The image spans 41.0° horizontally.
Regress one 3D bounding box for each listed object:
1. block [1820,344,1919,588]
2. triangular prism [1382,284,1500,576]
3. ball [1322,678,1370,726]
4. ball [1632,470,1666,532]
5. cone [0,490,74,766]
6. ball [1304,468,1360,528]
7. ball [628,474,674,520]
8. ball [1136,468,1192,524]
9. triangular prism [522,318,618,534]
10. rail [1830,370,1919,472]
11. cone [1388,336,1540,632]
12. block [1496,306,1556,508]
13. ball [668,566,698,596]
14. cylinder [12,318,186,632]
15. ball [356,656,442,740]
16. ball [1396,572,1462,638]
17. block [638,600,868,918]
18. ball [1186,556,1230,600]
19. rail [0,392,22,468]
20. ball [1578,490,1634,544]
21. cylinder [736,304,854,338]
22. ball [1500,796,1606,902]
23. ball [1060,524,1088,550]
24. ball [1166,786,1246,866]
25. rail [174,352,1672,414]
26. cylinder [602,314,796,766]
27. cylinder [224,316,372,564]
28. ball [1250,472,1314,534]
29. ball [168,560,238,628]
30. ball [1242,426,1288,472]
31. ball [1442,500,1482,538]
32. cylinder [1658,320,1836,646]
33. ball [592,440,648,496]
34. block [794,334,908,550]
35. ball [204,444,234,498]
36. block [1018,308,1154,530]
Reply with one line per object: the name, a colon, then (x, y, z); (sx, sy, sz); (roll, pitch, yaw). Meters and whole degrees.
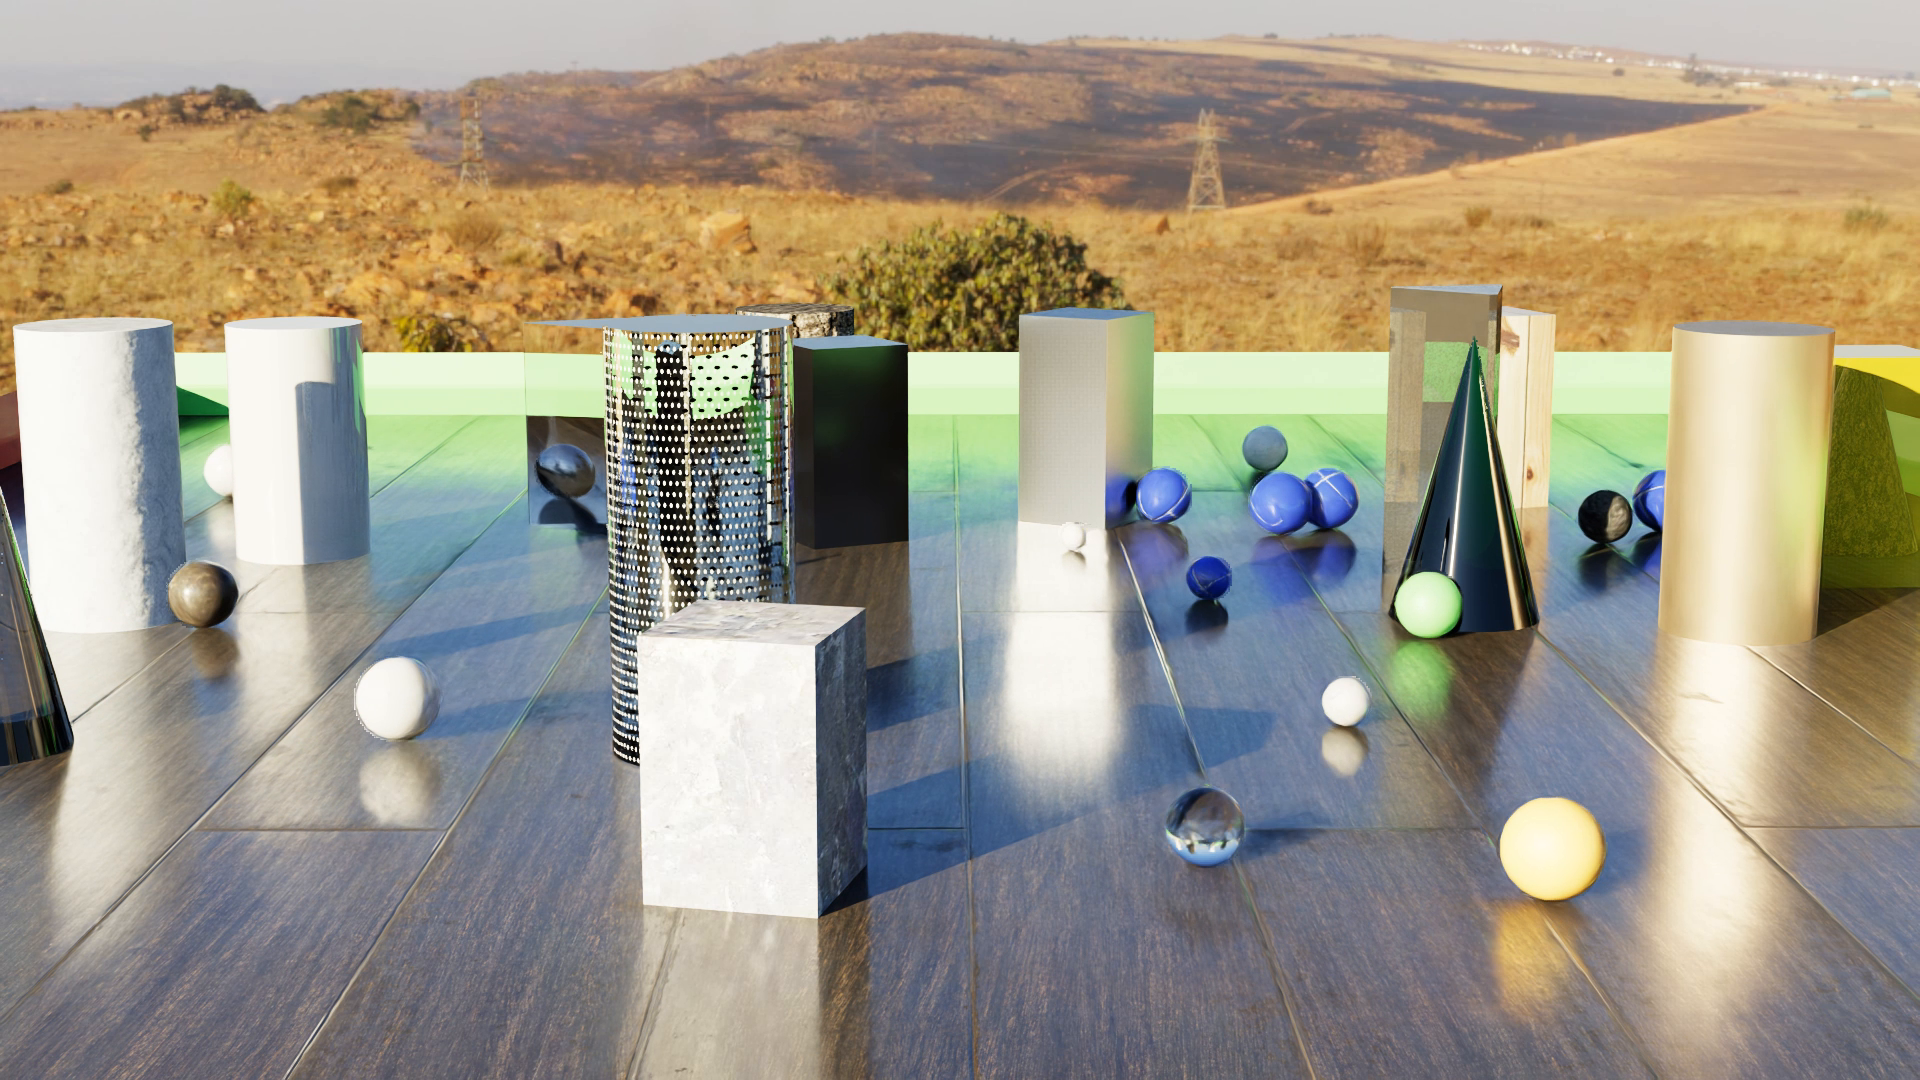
block: (1.291, -0.108, 3.676); (0.160, 0.327, 0.160); (-1, 10, -4)
triangular prism: (0.728, -0.156, 3.693); (0.173, 0.415, 0.150); (10, 15, 44)
ball: (0.432, 0.181, 2.866); (0.054, 0.054, 0.054); (0, 10, 0)
ball: (1.115, -0.062, 4.059); (0.098, 0.098, 0.098); (0, 10, 0)
cone: (-1.066, -0.014, 2.739); (0.200, 0.482, 0.200); (0, 10, 0)
ball: (0.587, -0.067, 4.086); (0.098, 0.098, 0.098); (0, 10, 0)
ball: (-0.500, -0.069, 4.159); (0.074, 0.074, 0.074); (0, 10, 0)
ball: (0.328, -0.071, 4.130); (0.089, 0.089, 0.089); (0, 10, 0)
triangular prism: (-0.580, -0.188, 4.114); (0.173, 0.325, 0.150); (7, 12, 33)
rail: (1.725, 0.032, 3.458); (0.045, 0.130, 4.007); (0, 10, 0)
cone: (0.676, -0.085, 3.406); (0.200, 0.379, 0.200); (0, 10, 0)
block: (0.884, -0.224, 4.318); (0.160, 0.321, 0.160); (-3, 11, -18)
ball: (-0.385, 0.057, 3.563); (0.044, 0.044, 0.044); (0, 10, 0)
cylinder: (-1.136, -0.090, 3.400); (0.200, 0.392, 0.200); (0, 10, 0)
ball: (-0.613, 0.173, 2.803); (0.091, 0.091, 0.091); (0, 10, 0)
ball: (0.604, 0.083, 3.305); (0.086, 0.086, 0.086); (0, 10, 0)
block: (-0.182, 0.191, 2.293); (0.160, 0.242, 0.160); (3, 11, 13)
ball: (0.343, 0.052, 3.543); (0.061, 0.061, 0.061); (0, 10, 0)
rail: (-1.725, 0.035, 3.439); (0.045, 0.130, 4.007); (0, 10, 0)
ball: (0.996, -0.036, 3.958); (0.082, 0.082, 0.082); (0, 10, 0)
cylinder: (-0.278, -0.229, 4.337); (0.200, 0.325, 0.200); (0, 10, 0)
ball: (0.523, 0.273, 2.266); (0.091, 0.091, 0.091); (0, 10, 0)
ball: (0.174, -0.005, 3.906); (0.041, 0.041, 0.041); (0, 10, 0)
ball: (0.226, 0.264, 2.363); (0.074, 0.074, 0.074); (0, 10, 0)
rail: (-0.011, -0.326, 5.395); (3.498, 0.130, 0.045); (0, 10, 0)
cylinder: (-0.275, -0.002, 2.737); (0.200, 0.460, 0.200); (0, 10, 0)
cylinder: (-0.994, -0.153, 3.861); (0.200, 0.348, 0.200); (0, 10, 0)
ball: (0.506, -0.057, 4.032); (0.098, 0.098, 0.098); (0, 10, 0)
ball: (-0.993, 0.071, 3.364); (0.089, 0.089, 0.089); (0, 10, 0)
ball: (0.555, -0.166, 4.662); (0.084, 0.084, 0.084); (0, 10, 0)
ball: (0.783, -0.033, 4.001); (0.061, 0.061, 0.061); (0, 10, 0)
cylinder: (1.018, -0.077, 3.326); (0.200, 0.395, 0.200); (0, 10, 0)
ball: (-0.583, -0.124, 4.402); (0.094, 0.094, 0.094); (0, 10, 0)
block: (-0.187, -0.155, 3.990); (0.160, 0.306, 0.160); (-5, 12, -27)
ball: (-1.243, -0.118, 4.380); (0.091, 0.091, 0.091); (0, 10, 0)
block: (0.205, -0.199, 4.151); (0.160, 0.334, 0.160); (7, 12, 31)
